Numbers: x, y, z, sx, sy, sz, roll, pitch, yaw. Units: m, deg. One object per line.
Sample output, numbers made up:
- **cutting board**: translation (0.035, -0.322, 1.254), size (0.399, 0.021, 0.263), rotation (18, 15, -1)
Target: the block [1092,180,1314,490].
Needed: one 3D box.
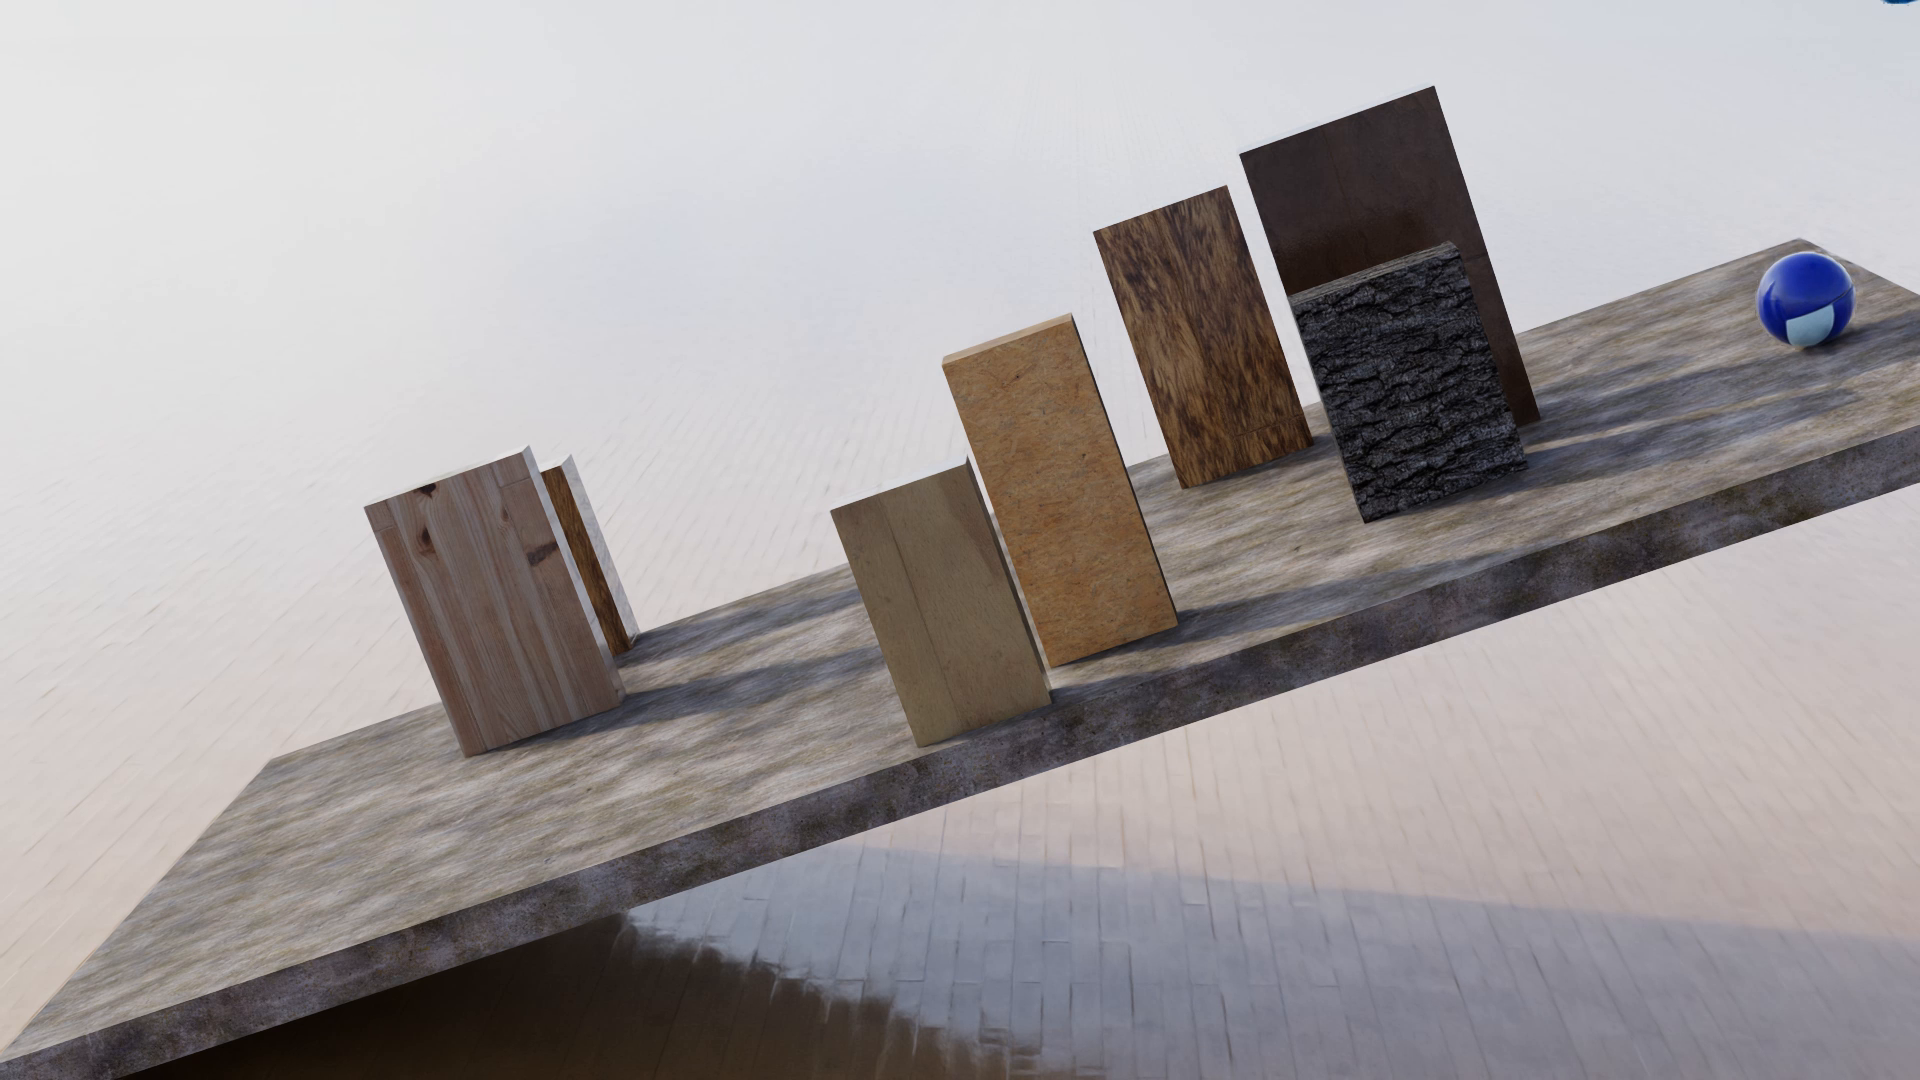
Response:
- **block**: translation (0.556, -0.466, 6.720), size (0.319, 0.629, 0.095), rotation (-19, 11, 6)

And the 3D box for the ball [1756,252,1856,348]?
- **ball**: translation (1.707, -0.485, 5.936), size (0.193, 0.193, 0.193), rotation (0, 13, 0)

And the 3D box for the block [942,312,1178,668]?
- **block**: translation (0.192, -0.094, 5.593), size (0.258, 0.619, 0.105), rotation (-19, 11, 6)

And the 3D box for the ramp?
- **ramp**: translation (0.112, 0.178, 6.301), size (4.000, 0.100, 2.000), rotation (-19, 11, 6)

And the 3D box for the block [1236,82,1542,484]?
- **block**: translation (0.900, -0.538, 6.184), size (0.422, 0.737, 0.118), rotation (-19, 11, 6)

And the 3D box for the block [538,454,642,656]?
- **block**: translation (-1.043, 0.083, 7.250), size (0.346, 0.487, 0.149), rotation (-19, 11, 6)

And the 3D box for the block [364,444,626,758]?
- **block**: translation (-1.046, 0.140, 6.643), size (0.382, 0.617, 0.092), rotation (-19, 11, 6)

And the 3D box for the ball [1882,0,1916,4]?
- **ball**: translation (1.869, -1.160, 5.840), size (0.188, 0.188, 0.188), rotation (0, 13, 0)

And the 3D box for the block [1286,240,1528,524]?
- **block**: translation (0.889, -0.314, 5.846), size (0.340, 0.461, 0.140), rotation (-19, 11, 6)

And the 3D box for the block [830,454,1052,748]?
- **block**: translation (-0.032, 0.112, 5.382), size (0.260, 0.472, 0.100), rotation (-19, 11, 6)
